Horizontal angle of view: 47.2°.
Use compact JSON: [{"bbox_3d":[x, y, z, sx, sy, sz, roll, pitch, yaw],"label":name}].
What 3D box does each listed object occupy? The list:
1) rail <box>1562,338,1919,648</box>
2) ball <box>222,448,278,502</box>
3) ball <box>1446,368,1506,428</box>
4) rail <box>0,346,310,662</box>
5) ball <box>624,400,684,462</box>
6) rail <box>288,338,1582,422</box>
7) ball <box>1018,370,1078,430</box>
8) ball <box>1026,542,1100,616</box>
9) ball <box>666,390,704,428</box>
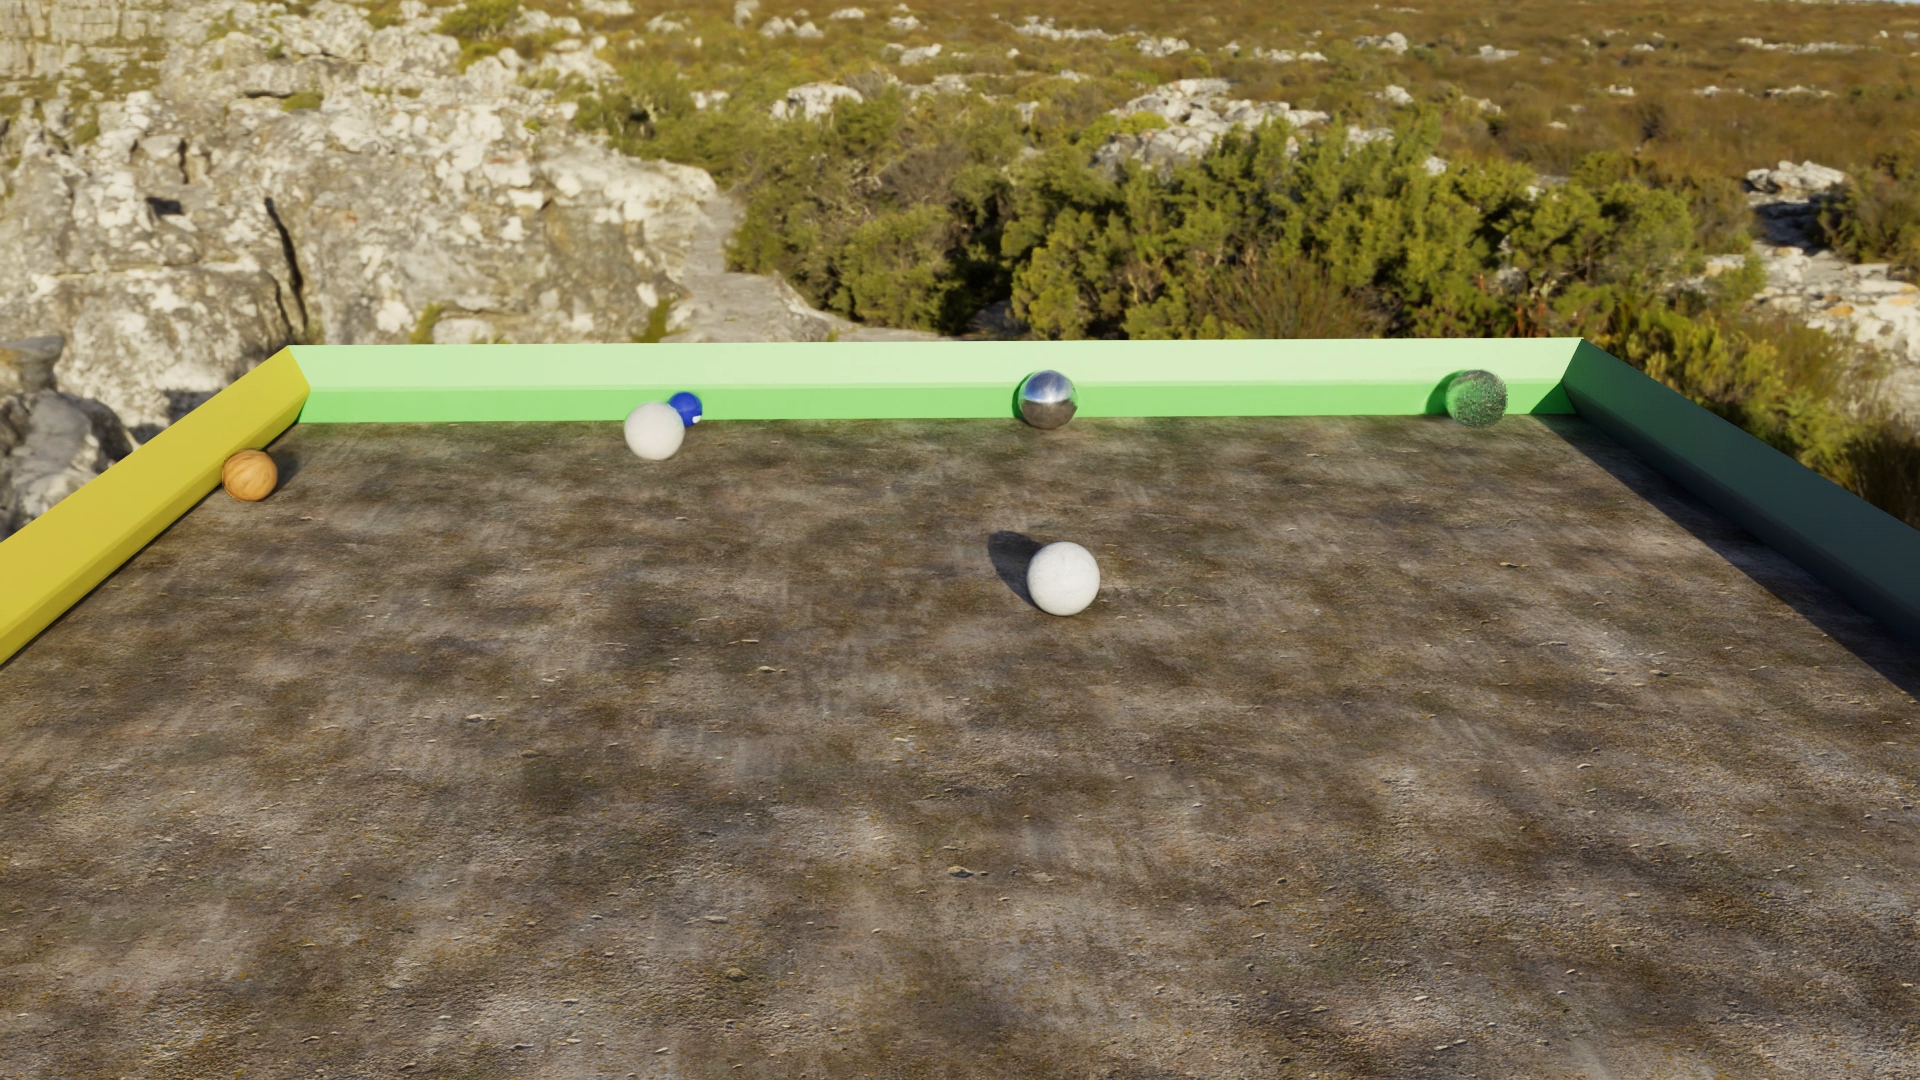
[{"bbox_3d":[1.104,0.222,1.937,0.045,0.130,3.806,-1,15,-2],"label":"rail"},{"bbox_3d":[-1.029,-0.094,3.189,0.077,0.077,0.077,0,15,0],"label":"ball"},{"bbox_3d":[0.859,-0.236,3.664,0.099,0.099,0.099,0,15,0],"label":"ball"},{"bbox_3d":[-1.040,0.241,1.867,0.045,0.130,3.806,-1,15,-2],"label":"rail"},{"bbox_3d":[-0.477,-0.171,3.435,0.094,0.094,0.094,0,15,0],"label":"ball"},{"bbox_3d":[-0.032,-0.266,3.713,2.193,0.130,0.045,-1,15,-2],"label":"rail"},{"bbox_3d":[0.147,-0.234,3.655,0.100,0.100,0.100,0,15,0],"label":"ball"},{"bbox_3d":[0.124,0.047,2.651,0.091,0.091,0.091,0,15,0],"label":"ball"},{"bbox_3d":[-0.460,-0.218,3.671,0.062,0.062,0.062,0,15,0],"label":"ball"}]
